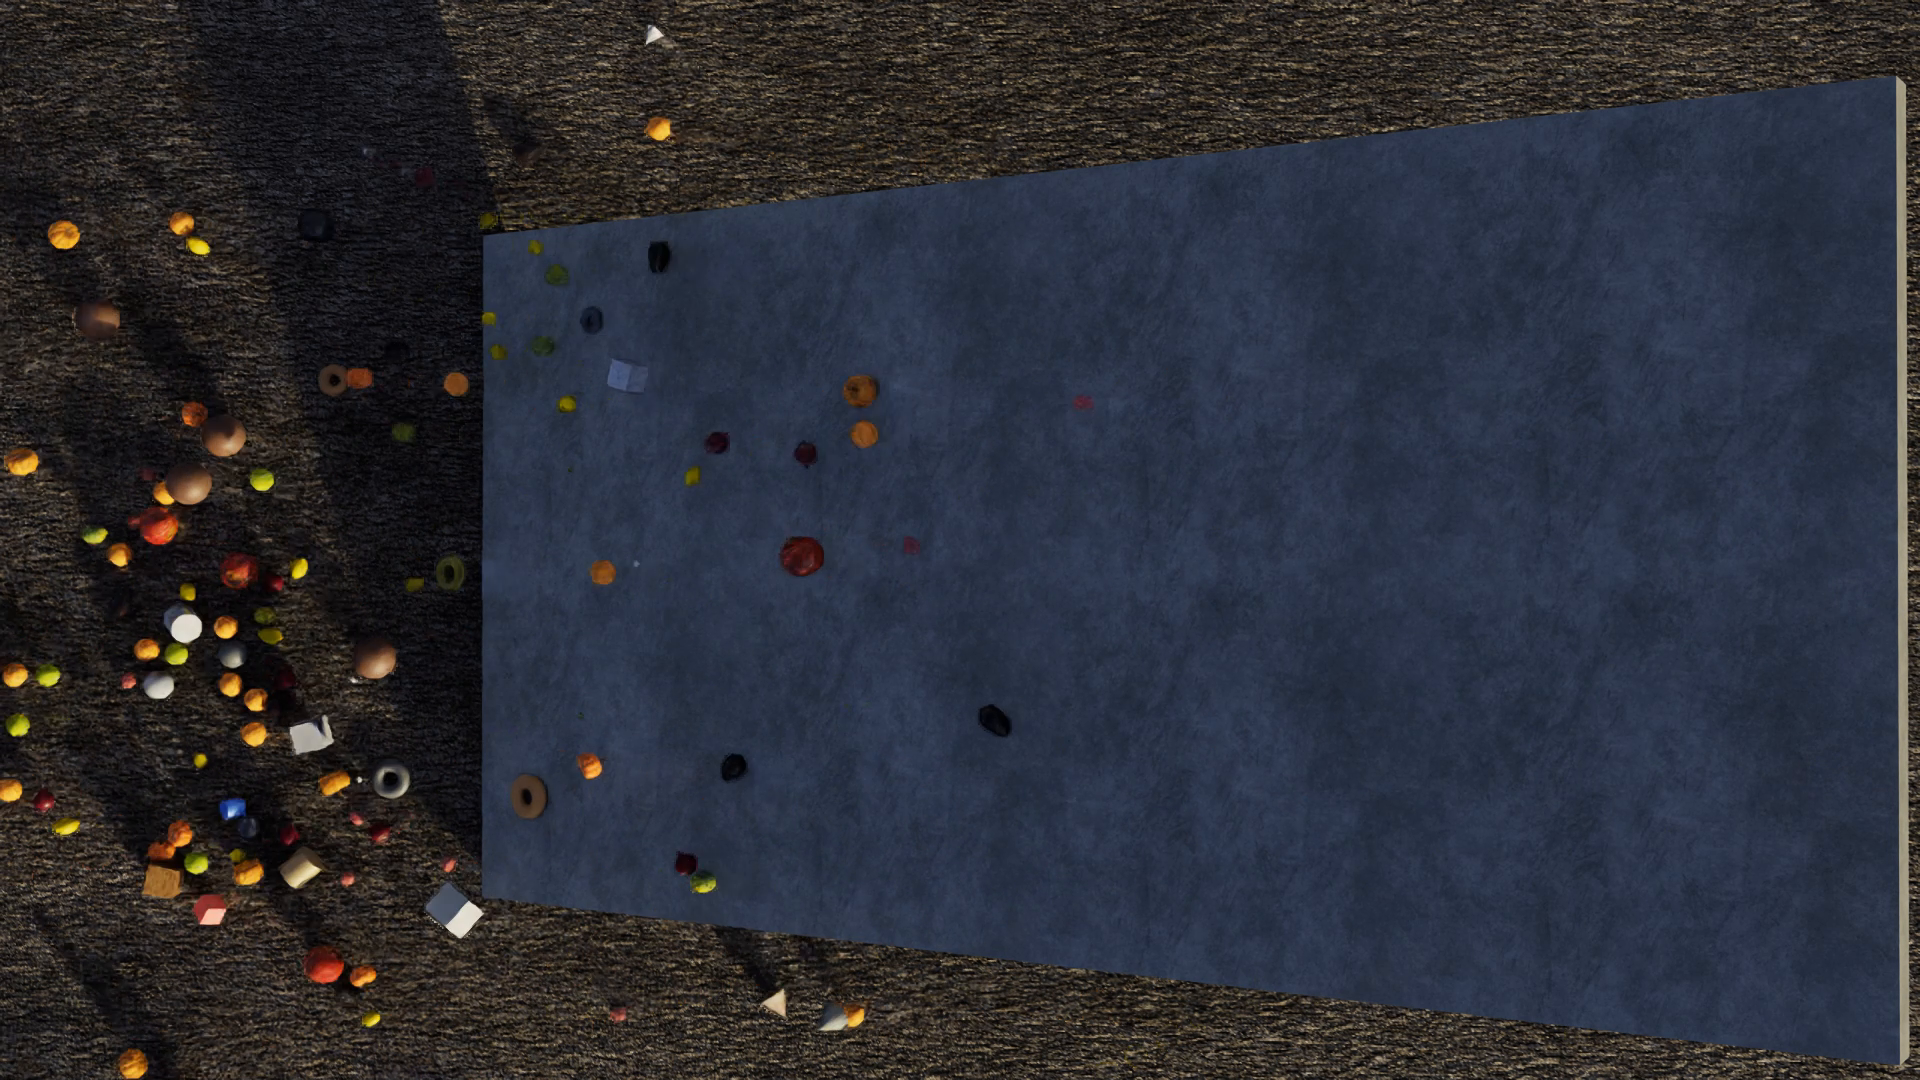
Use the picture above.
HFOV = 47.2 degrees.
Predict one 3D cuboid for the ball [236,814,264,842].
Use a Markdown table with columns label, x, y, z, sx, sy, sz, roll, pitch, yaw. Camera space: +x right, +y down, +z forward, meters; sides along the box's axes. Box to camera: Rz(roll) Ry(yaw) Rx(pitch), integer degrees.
| label | x | y | z | sx | sy | sz | roll | pitch | yaw |
| --- | --- | --- | --- | --- | --- | --- | --- | --- | --- |
| ball | -2.156 | 0.874 | 6.683 | 0.081 | 0.081 | 0.081 | 0 | 90 | 0 |

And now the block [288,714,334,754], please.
| label | x | y | z | sx | sy | sz | roll | pitch | yaw |
| --- | --- | --- | --- | --- | --- | --- | --- | --- | --- |
| block | -1.952 | 0.585 | 6.617 | 0.086 | 0.086 | 0.086 | -13 | 97 | 6 |

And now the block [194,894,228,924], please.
| label | x | y | z | sx | sy | sz | roll | pitch | yaw |
| --- | --- | --- | --- | --- | --- | --- | --- | --- | --- |
| block | -2.274 | 1.120 | 6.669 | 0.062 | 0.062 | 0.062 | 48 | 114 | 38 |

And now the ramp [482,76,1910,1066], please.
| label | x | y | z | sx | sy | sz | roll | pitch | yaw |
| --- | --- | --- | --- | --- | --- | --- | --- | --- | --- |
| ramp | 0.254 | 0.070 | 5.587 | 4.000 | 0.100 | 2.000 | 0 | 89 | 33 |

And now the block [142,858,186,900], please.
| label | x | y | z | sx | sy | sz | roll | pitch | yaw |
| --- | --- | --- | --- | --- | --- | --- | --- | --- | --- |
| block | -2.410 | 1.026 | 6.659 | 0.090 | 0.090 | 0.090 | 12 | 93 | -6 |

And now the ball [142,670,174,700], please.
| label | x | y | z | sx | sy | sz | roll | pitch | yaw |
| --- | --- | --- | --- | --- | --- | --- | --- | --- | --- |
| ball | -2.436 | 0.439 | 6.682 | 0.090 | 0.090 | 0.090 | 0 | 90 | 0 |

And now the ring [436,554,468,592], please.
| label | x | y | z | sx | sy | sz | roll | pitch | yaw |
| --- | --- | --- | --- | --- | --- | --- | --- | --- | --- |
| ring | -1.548 | 0.099 | 6.692 | 0.117 | 0.039 | 0.117 | 1 | 92 | 33 |

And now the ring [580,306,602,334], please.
| label | x | y | z | sx | sy | sz | roll | pitch | yaw |
| --- | --- | --- | --- | --- | --- | --- | --- | --- | --- |
| ring | -1.071 | -0.640 | 6.392 | 0.078 | 0.026 | 0.078 | 1 | 92 | 37 |

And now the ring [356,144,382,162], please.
| label | x | y | z | sx | sy | sz | roll | pitch | yaw |
| --- | --- | --- | --- | --- | --- | --- | --- | --- | --- |
| ring | -1.798 | -1.178 | 6.695 | 0.087 | 0.087 | 0.029 | 26 | 86 | 0 |

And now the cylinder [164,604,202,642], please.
| label | x | y | z | sx | sy | sz | roll | pitch | yaw |
| --- | --- | --- | --- | --- | --- | --- | --- | --- | --- |
| cylinder | -2.351 | 0.251 | 6.655 | 0.092 | 0.092 | 0.092 | -13 | 115 | -30 |

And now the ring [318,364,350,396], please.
| label | x | y | z | sx | sy | sz | roll | pitch | yaw |
| --- | --- | --- | --- | --- | --- | --- | --- | --- | --- |
| ring | -1.912 | -0.487 | 6.718 | 0.098 | 0.033 | 0.098 | 0 | 86 | -2 |

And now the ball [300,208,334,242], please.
| label | x | y | z | sx | sy | sz | roll | pitch | yaw |
| --- | --- | --- | --- | --- | --- | --- | --- | --- | --- |
| ball | -1.956 | -0.958 | 6.689 | 0.099 | 0.099 | 0.099 | 0 | 90 | 0 |

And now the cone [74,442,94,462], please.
| label | x | y | z | sx | sy | sz | roll | pitch | yaw |
| --- | --- | --- | --- | --- | --- | --- | --- | --- | --- |
| cone | -2.682 | -0.269 | 6.703 | 0.059 | 0.059 | 0.059 | 0 | 90 | 0 |

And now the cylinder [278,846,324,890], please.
| label | x | y | z | sx | sy | sz | roll | pitch | yaw |
| --- | --- | --- | --- | --- | --- | --- | --- | --- | --- |
| cylinder | -2.000 | 0.995 | 6.676 | 0.093 | 0.093 | 0.093 | -42 | 90 | 0 |

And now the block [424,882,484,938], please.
| label | x | y | z | sx | sy | sz | roll | pitch | yaw |
| --- | --- | --- | --- | --- | --- | --- | --- | --- | --- |
| block | -1.473 | 1.080 | 6.402 | 0.100 | 0.100 | 0.100 | 31 | 72 | 30 |

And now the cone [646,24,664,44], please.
| label | x | y | z | sx | sy | sz | roll | pitch | yaw |
| --- | --- | --- | --- | --- | --- | --- | --- | --- | --- |
| cone | -0.944 | -1.534 | 6.710 | 0.055 | 0.055 | 0.055 | 33 | 85 | 0 |

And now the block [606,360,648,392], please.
| label | x | y | z | sx | sy | sz | roll | pitch | yaw |
| --- | --- | --- | --- | --- | --- | --- | --- | --- | --- |
| block | -0.949 | -0.468 | 6.280 | 0.075 | 0.075 | 0.075 | 19 | 100 | 32 |

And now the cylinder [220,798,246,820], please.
| label | x | y | z | sx | sy | sz | roll | pitch | yaw |
| --- | --- | --- | --- | --- | --- | --- | --- | --- | --- |
| cylinder | -2.208 | 0.816 | 6.680 | 0.059 | 0.059 | 0.059 | -9 | 89 | -41 |

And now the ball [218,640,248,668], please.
| label | x | y | z | sx | sy | sz | roll | pitch | yaw |
| --- | --- | --- | --- | --- | --- | --- | --- | --- | --- |
| ball | -2.210 | 0.346 | 6.685 | 0.086 | 0.086 | 0.086 | 0 | 90 | 0 |

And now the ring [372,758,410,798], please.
| label | x | y | z | sx | sy | sz | roll | pitch | yaw |
| --- | --- | --- | --- | --- | --- | --- | --- | --- | --- |
| ring | -1.735 | 0.727 | 6.704 | 0.122 | 0.041 | 0.122 | 0 | 92 | 3 |

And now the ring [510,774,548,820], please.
| label | x | y | z | sx | sy | sz | roll | pitch | yaw |
| --- | --- | --- | --- | --- | --- | --- | --- | --- | --- |
| ring | -1.276 | 0.760 | 6.505 | 0.134 | 0.045 | 0.134 | 1 | 91 | 33 |
